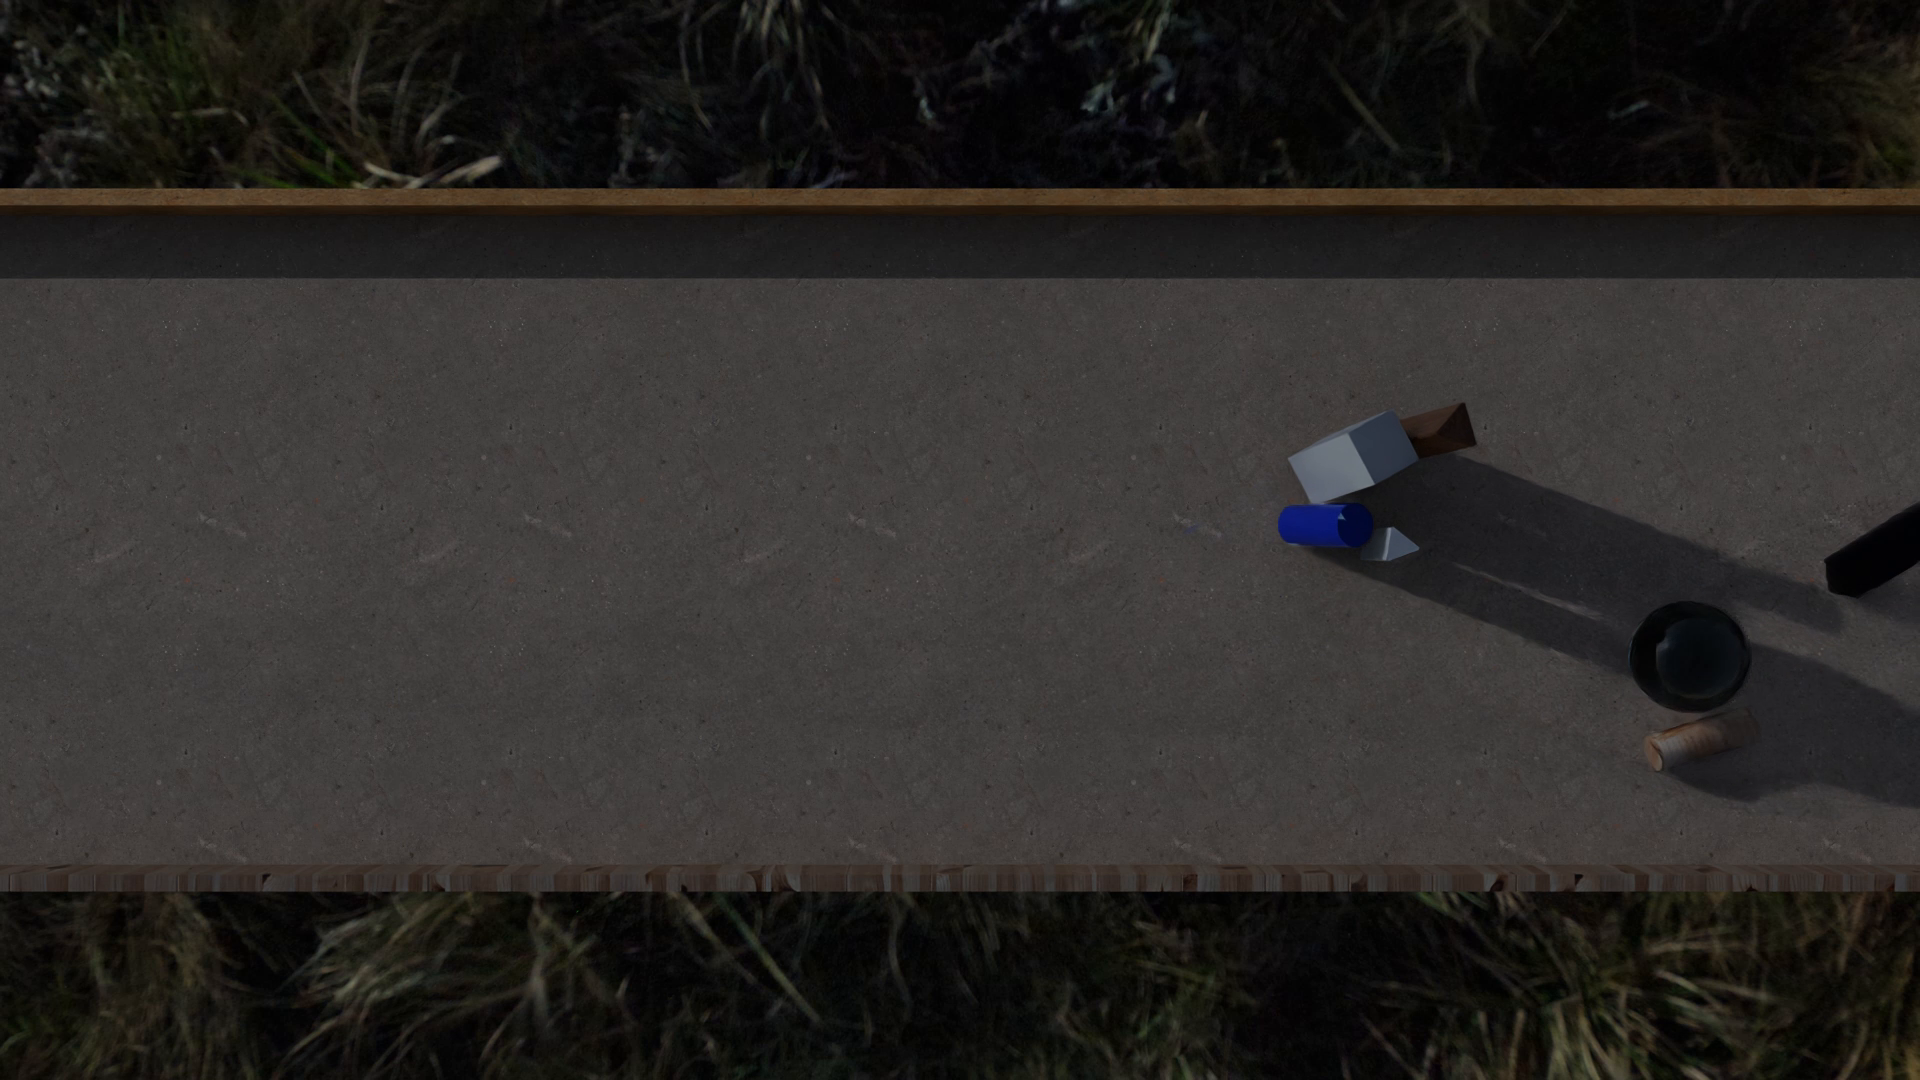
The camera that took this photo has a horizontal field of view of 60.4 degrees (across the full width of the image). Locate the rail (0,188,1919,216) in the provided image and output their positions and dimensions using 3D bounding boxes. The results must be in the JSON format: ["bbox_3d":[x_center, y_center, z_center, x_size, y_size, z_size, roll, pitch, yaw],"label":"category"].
[{"bbox_3d":[-2.247,-1.025,5.002,12.000,0.150,0.050,0,90,0],"label":"rail"}]

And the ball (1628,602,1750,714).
[{"bbox_3d":[2.169,0.349,4.910,0.333,0.333,0.333,0,90,0],"label":"ball"}]

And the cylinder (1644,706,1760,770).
[{"bbox_3d":[2.257,0.604,5.021,0.311,0.111,0.111,-17,90,0],"label":"cylinder"}]

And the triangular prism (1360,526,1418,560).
[{"bbox_3d":[1.264,0.002,4.920,0.100,0.314,0.086,-21,90,0],"label":"triangular prism"}]

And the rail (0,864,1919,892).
[{"bbox_3d":[-2.247,1.025,5.001,12.000,0.150,0.050,0,90,0],"label":"rail"}]

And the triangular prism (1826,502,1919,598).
[{"bbox_3d":[2.849,0.028,4.980,0.429,0.128,0.148,-31,128,0],"label":"triangular prism"}]

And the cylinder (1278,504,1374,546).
[{"bbox_3d":[1.085,-0.045,4.912,0.127,0.303,0.127,0,91,-23],"label":"cylinder"}]

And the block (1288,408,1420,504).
[{"bbox_3d":[1.156,-0.240,4.869,0.165,0.383,0.165,-28,90,-17],"label":"block"}]

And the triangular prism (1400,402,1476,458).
[{"bbox_3d":[1.347,-0.318,4.855,0.125,0.444,0.108,16,81,-14],"label":"triangular prism"}]
